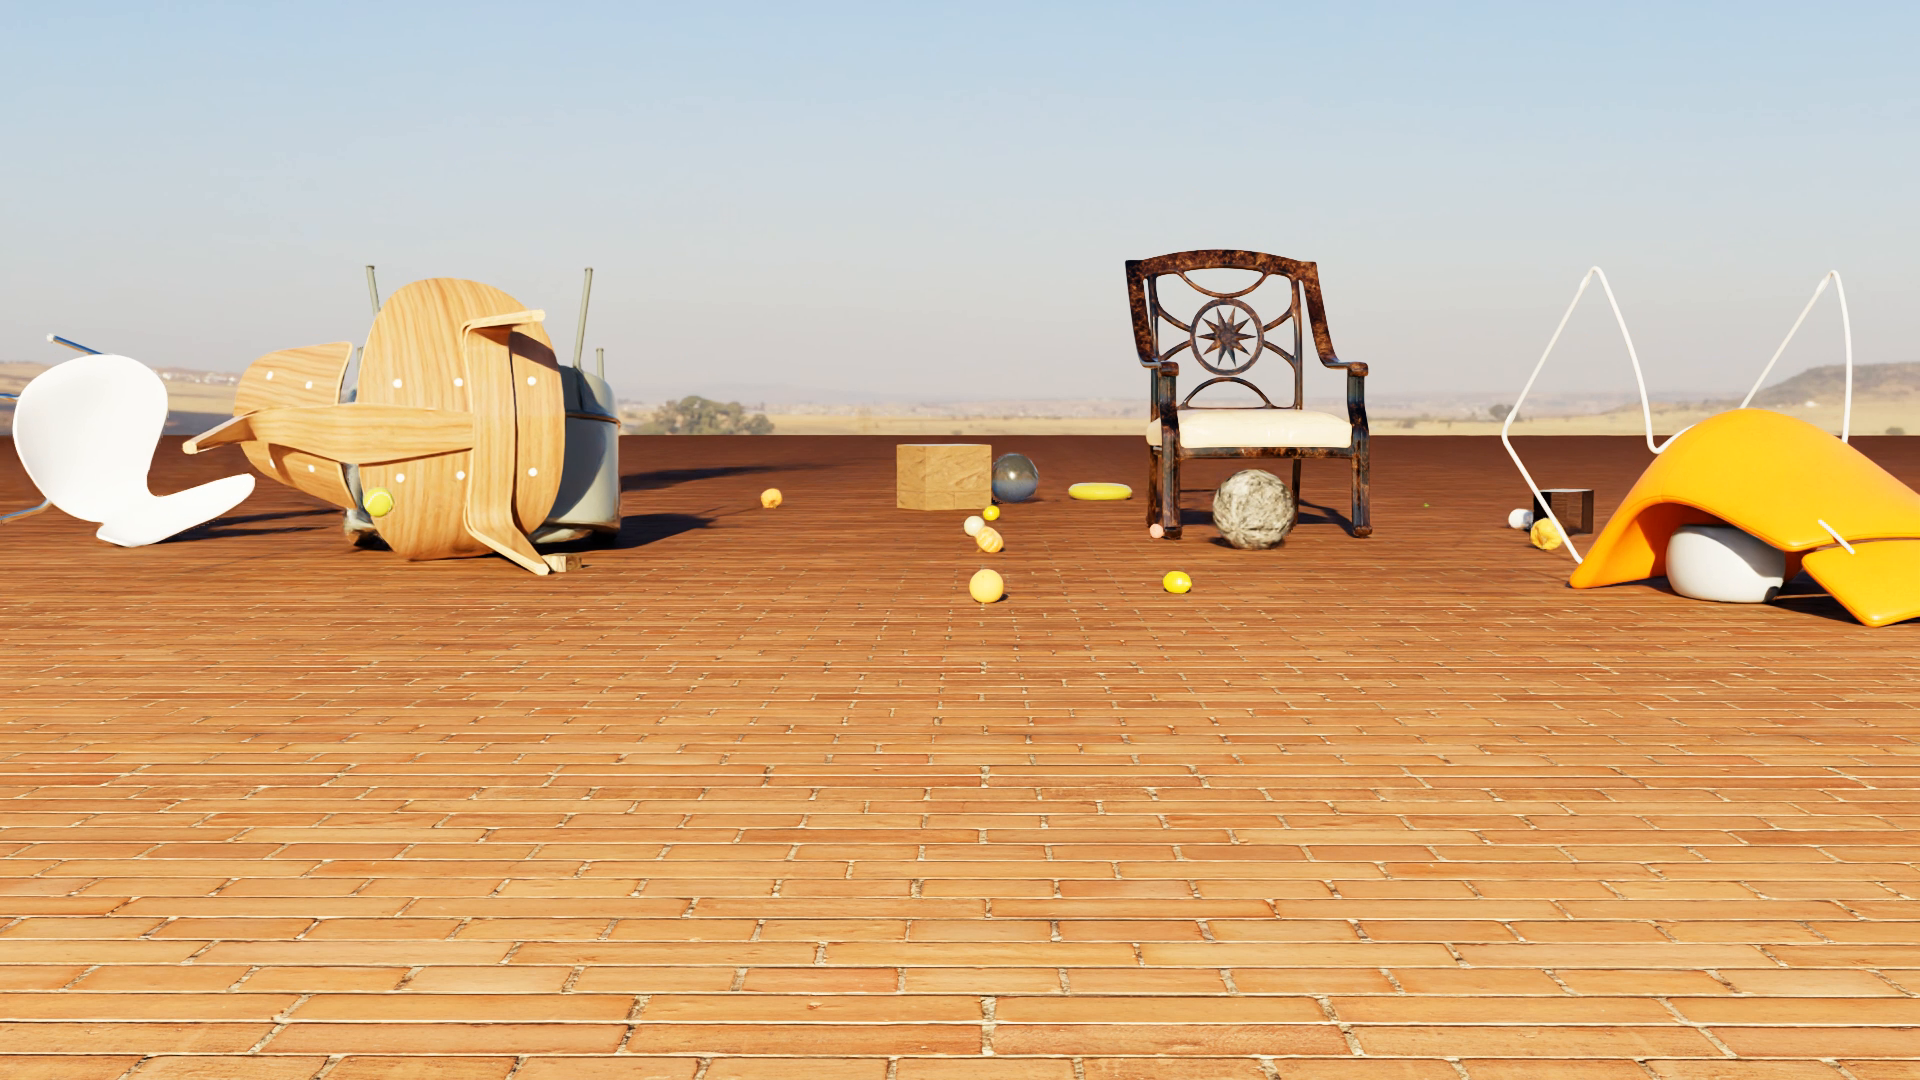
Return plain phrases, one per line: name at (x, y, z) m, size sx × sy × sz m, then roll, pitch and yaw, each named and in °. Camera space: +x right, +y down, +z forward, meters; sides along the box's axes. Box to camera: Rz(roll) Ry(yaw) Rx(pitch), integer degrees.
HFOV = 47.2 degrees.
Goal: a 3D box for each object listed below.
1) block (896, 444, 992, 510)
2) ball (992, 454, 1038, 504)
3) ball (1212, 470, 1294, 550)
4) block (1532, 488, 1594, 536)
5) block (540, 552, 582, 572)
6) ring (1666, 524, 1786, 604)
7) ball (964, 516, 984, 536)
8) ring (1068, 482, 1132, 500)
block at (-0.061, -0.240, 8.303) m, size 0.284 × 0.238 × 0.220 m, roll -2°, pitch 5°, yaw -31°
ball at (0.207, -0.238, 8.573) m, size 0.197 × 0.197 × 0.197 m, roll 0°, pitch 4°, yaw 0°
ball at (0.818, -0.085, 6.129) m, size 0.226 × 0.226 × 0.226 m, roll 0°, pitch 4°, yaw 0°
block at (1.862, -0.085, 6.783) m, size 0.109 × 0.136 × 0.189 m, roll 3°, pitch 5°, yaw 40°
block at (-0.991, 0.055, 5.465) m, size 0.066 × 0.038 × 0.102 m, roll 1°, pitch 4°, yaw 13°
ring at (1.645, 0.048, 4.731) m, size 0.218 × 0.157 × 0.387 m, roll 2°, pitch 3°, yaw -1°
ball at (0.044, -0.042, 6.684) m, size 0.064 × 0.064 × 0.064 m, roll 0°, pitch 4°, yaw 0°
ring at (0.570, -0.196, 8.951) m, size 0.257 × 0.063 × 0.272 m, roll 0°, pitch 4°, yaw -12°
